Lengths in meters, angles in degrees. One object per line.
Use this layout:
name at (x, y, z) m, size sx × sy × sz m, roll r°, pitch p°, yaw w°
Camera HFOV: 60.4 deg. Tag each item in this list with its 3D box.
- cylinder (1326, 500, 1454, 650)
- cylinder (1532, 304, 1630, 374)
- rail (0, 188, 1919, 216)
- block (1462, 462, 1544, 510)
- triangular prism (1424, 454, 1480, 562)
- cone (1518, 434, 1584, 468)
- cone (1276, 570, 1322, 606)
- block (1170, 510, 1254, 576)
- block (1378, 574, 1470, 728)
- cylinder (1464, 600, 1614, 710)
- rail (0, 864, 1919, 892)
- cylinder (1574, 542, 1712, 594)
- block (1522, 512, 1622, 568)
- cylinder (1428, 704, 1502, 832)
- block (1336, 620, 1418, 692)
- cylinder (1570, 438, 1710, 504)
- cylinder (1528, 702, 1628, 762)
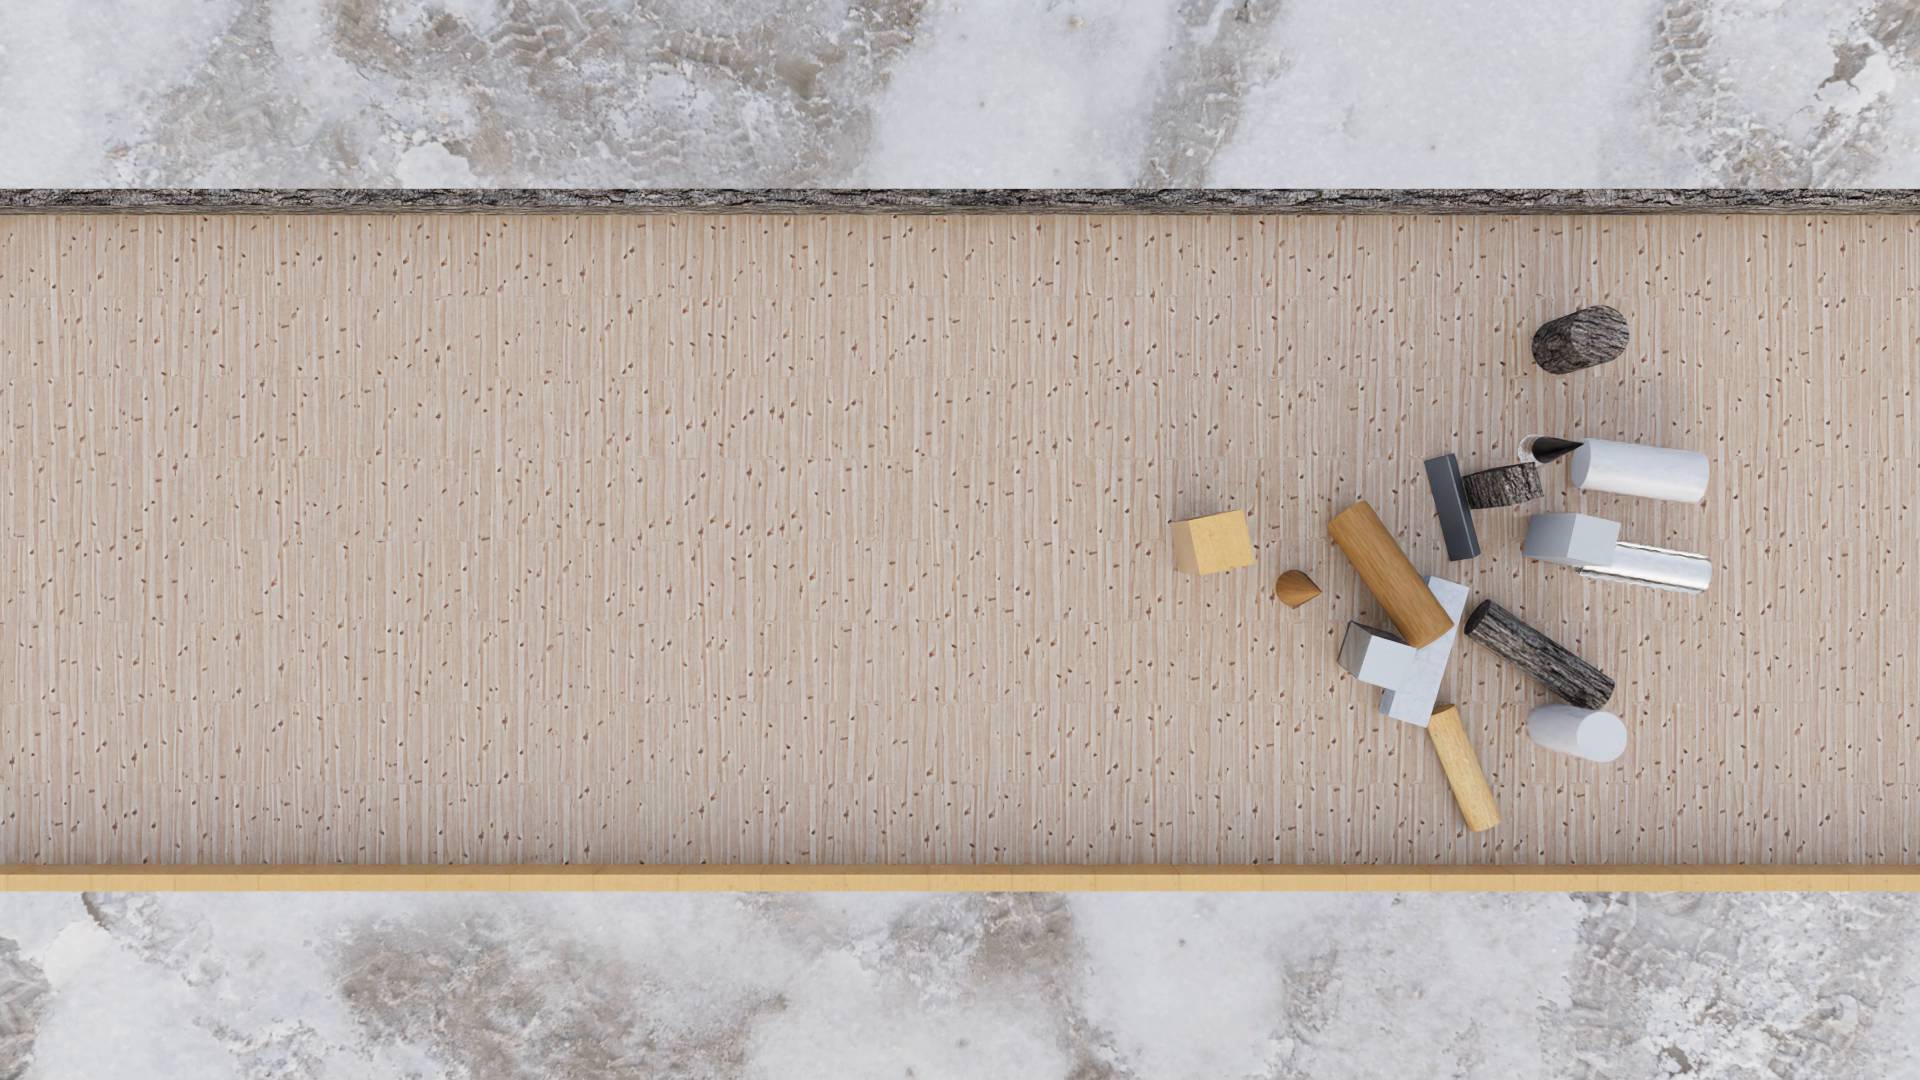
cylinder at (1.285, 0.106, 4.934) m, size 0.145 × 0.145 × 0.450 m, roll -31°, pitch 71°, yaw 0°
cylinder at (1.844, -0.593, 4.914) m, size 0.169 × 0.326 × 0.169 m, roll 0°, pitch 90°, yaw 0°
rail at (-2.247, -1.025, 5.002) m, size 12.000 × 0.150 × 0.050 m, roll 0°, pitch 90°, yaw 0°
block at (1.616, -0.160, 4.921) m, size 0.105 × 0.305 × 0.105 m, roll -15°, pitch 90°, yaw -4°
triangular prism at (1.515, -0.101, 5.033) m, size 0.096 × 0.083 × 0.320 m, roll -15°, pitch 90°, yaw 0°
cone at (1.771, -0.273, 4.872) m, size 0.107 × 0.409 × 0.107 m, roll 0°, pitch 90°, yaw 0°
cone at (1.028, 0.148, 4.874) m, size 0.113 × 0.404 × 0.113 m, roll 0°, pitch 90°, yaw 0°
block at (0.738, 0.006, 4.863) m, size 0.158 × 0.426 × 0.158 m, roll -12°, pitch 90°, yaw 0°
block at (1.409, 0.336, 5.016) m, size 0.121 × 0.121 × 0.441 m, roll 17°, pitch 90°, yaw 0°
cylinder at (1.759, 0.356, 5.012) m, size 0.448 × 0.129 × 0.129 m, roll 33°, pitch 90°, yaw 0°
rail at (-2.247, 1.025, 5.001) m, size 12.000 × 0.150 × 0.050 m, roll 0°, pitch 90°, yaw 0°
cylinder at (2.073, 0.077, 5.017) m, size 0.374 × 0.120 × 0.120 m, roll 9°, pitch 90°, yaw 0°
block at (1.807, 0.000, 4.888) m, size 0.129 × 0.376 × 0.129 m, roll 13°, pitch 90°, yaw 0°
cylinder at (1.530, 0.693, 5.025) m, size 0.102 × 0.102 × 0.378 m, roll -22°, pitch 90°, yaw 0°
block at (1.237, 0.344, 4.915) m, size 0.135 × 0.312 × 0.135 m, roll 17°, pitch 95°, yaw 0°
cylinder at (2.059, -0.210, 5.000) m, size 0.357 × 0.153 × 0.153 m, roll 7°, pitch 90°, yaw 0°
cylinder at (1.816, 0.564, 4.869) m, size 0.143 × 0.411 × 0.143 m, roll 0°, pitch 88°, yaw 0°
